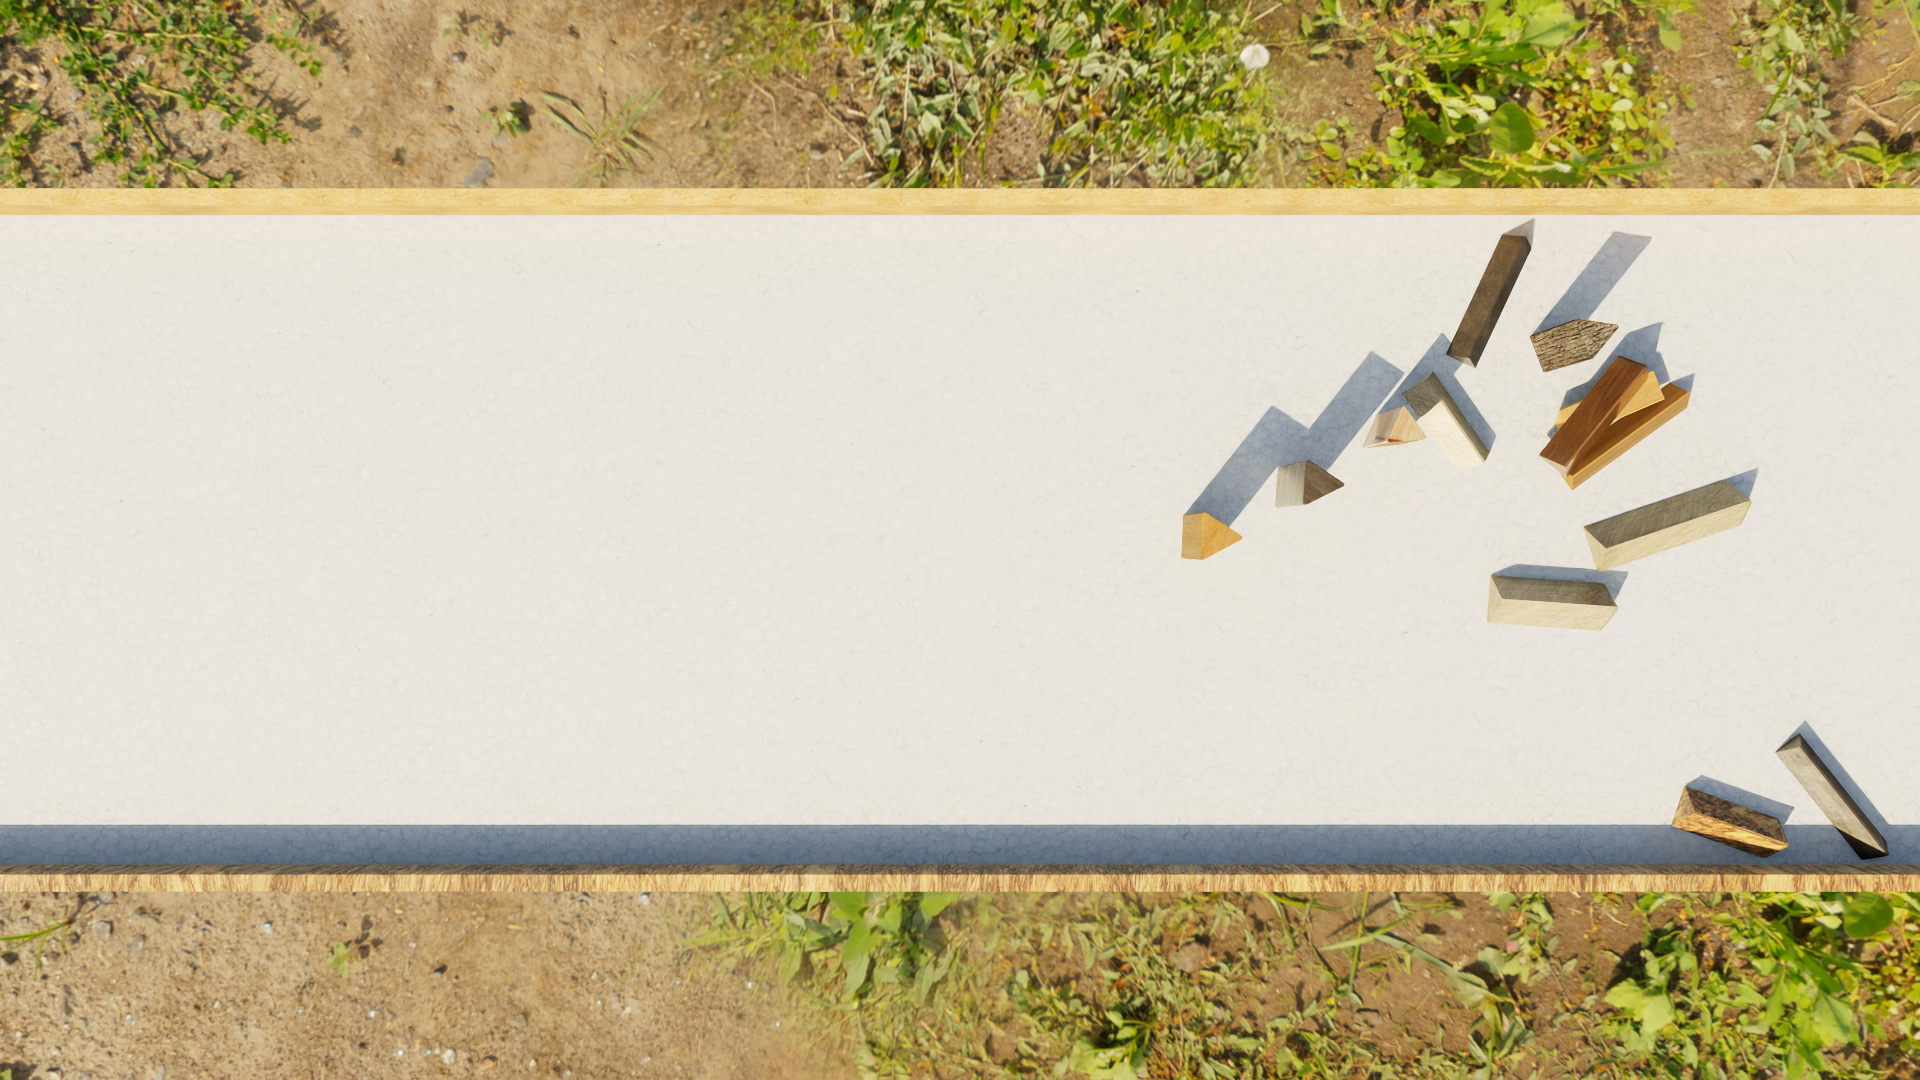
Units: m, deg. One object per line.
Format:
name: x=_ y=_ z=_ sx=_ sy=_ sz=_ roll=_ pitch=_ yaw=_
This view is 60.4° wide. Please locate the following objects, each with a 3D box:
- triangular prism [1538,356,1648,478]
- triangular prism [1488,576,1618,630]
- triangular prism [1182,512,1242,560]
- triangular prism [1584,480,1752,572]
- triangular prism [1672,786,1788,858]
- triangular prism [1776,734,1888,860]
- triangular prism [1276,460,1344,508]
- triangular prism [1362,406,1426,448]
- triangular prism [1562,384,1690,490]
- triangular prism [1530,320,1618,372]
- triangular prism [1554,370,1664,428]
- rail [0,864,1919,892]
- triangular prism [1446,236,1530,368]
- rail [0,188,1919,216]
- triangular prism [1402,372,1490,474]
triangular prism: x=1.916 y=-0.369 z=4.943 sx=0.111 sy=0.097 sz=0.384 roll=39 pitch=92 yaw=-3
triangular prism: x=1.801 y=0.193 z=5.011 sx=0.349 sy=0.123 sz=0.143 roll=4 pitch=90 yaw=0
triangular prism: x=0.716 y=-0.026 z=4.875 sx=0.133 sy=0.404 sz=0.115 roll=-28 pitch=90 yaw=0
triangular prism: x=2.158 y=-0.043 z=5.011 sx=0.460 sy=0.123 sz=0.142 roll=-19 pitch=90 yaw=0
triangular prism: x=2.352 y=0.869 z=5.018 sx=0.303 sy=0.110 sz=0.127 roll=19 pitch=90 yaw=0
triangular prism: x=2.677 y=0.789 z=5.033 sx=0.095 sy=0.082 sz=0.424 roll=-39 pitch=90 yaw=0
triangular prism: x=1.005 y=-0.177 z=4.863 sx=0.125 sy=0.426 sz=0.108 roll=-26 pitch=90 yaw=0
triangular prism: x=1.290 y=-0.338 z=4.926 sx=0.112 sy=0.302 sz=0.097 roll=-6 pitch=90 yaw=0
triangular prism: x=2.033 y=-0.318 z=5.035 sx=0.436 sy=0.079 sz=0.091 roll=-36 pitch=90 yaw=0
triangular prism: x=1.795 y=-0.595 z=4.884 sx=0.105 sy=0.384 sz=0.121 roll=39 pitch=90 yaw=0
triangular prism: x=1.969 y=-0.422 z=5.015 sx=0.308 sy=0.094 sz=0.081 roll=-23 pitch=123 yaw=0
rail: x=-2.247 y=1.025 z=5.001 sx=12.000 sy=0.150 sz=0.050 roll=0 pitch=90 yaw=0
triangular prism: x=1.625 y=-0.734 z=5.031 sx=0.099 sy=0.086 sz=0.406 roll=25 pitch=90 yaw=0
rail: x=-2.247 y=-1.025 z=5.002 sx=12.000 sy=0.150 sz=0.050 roll=0 pitch=90 yaw=0
triangular prism: x=1.494 y=-0.360 z=5.024 sx=0.116 sy=0.100 sz=0.306 roll=-35 pitch=90 yaw=0
